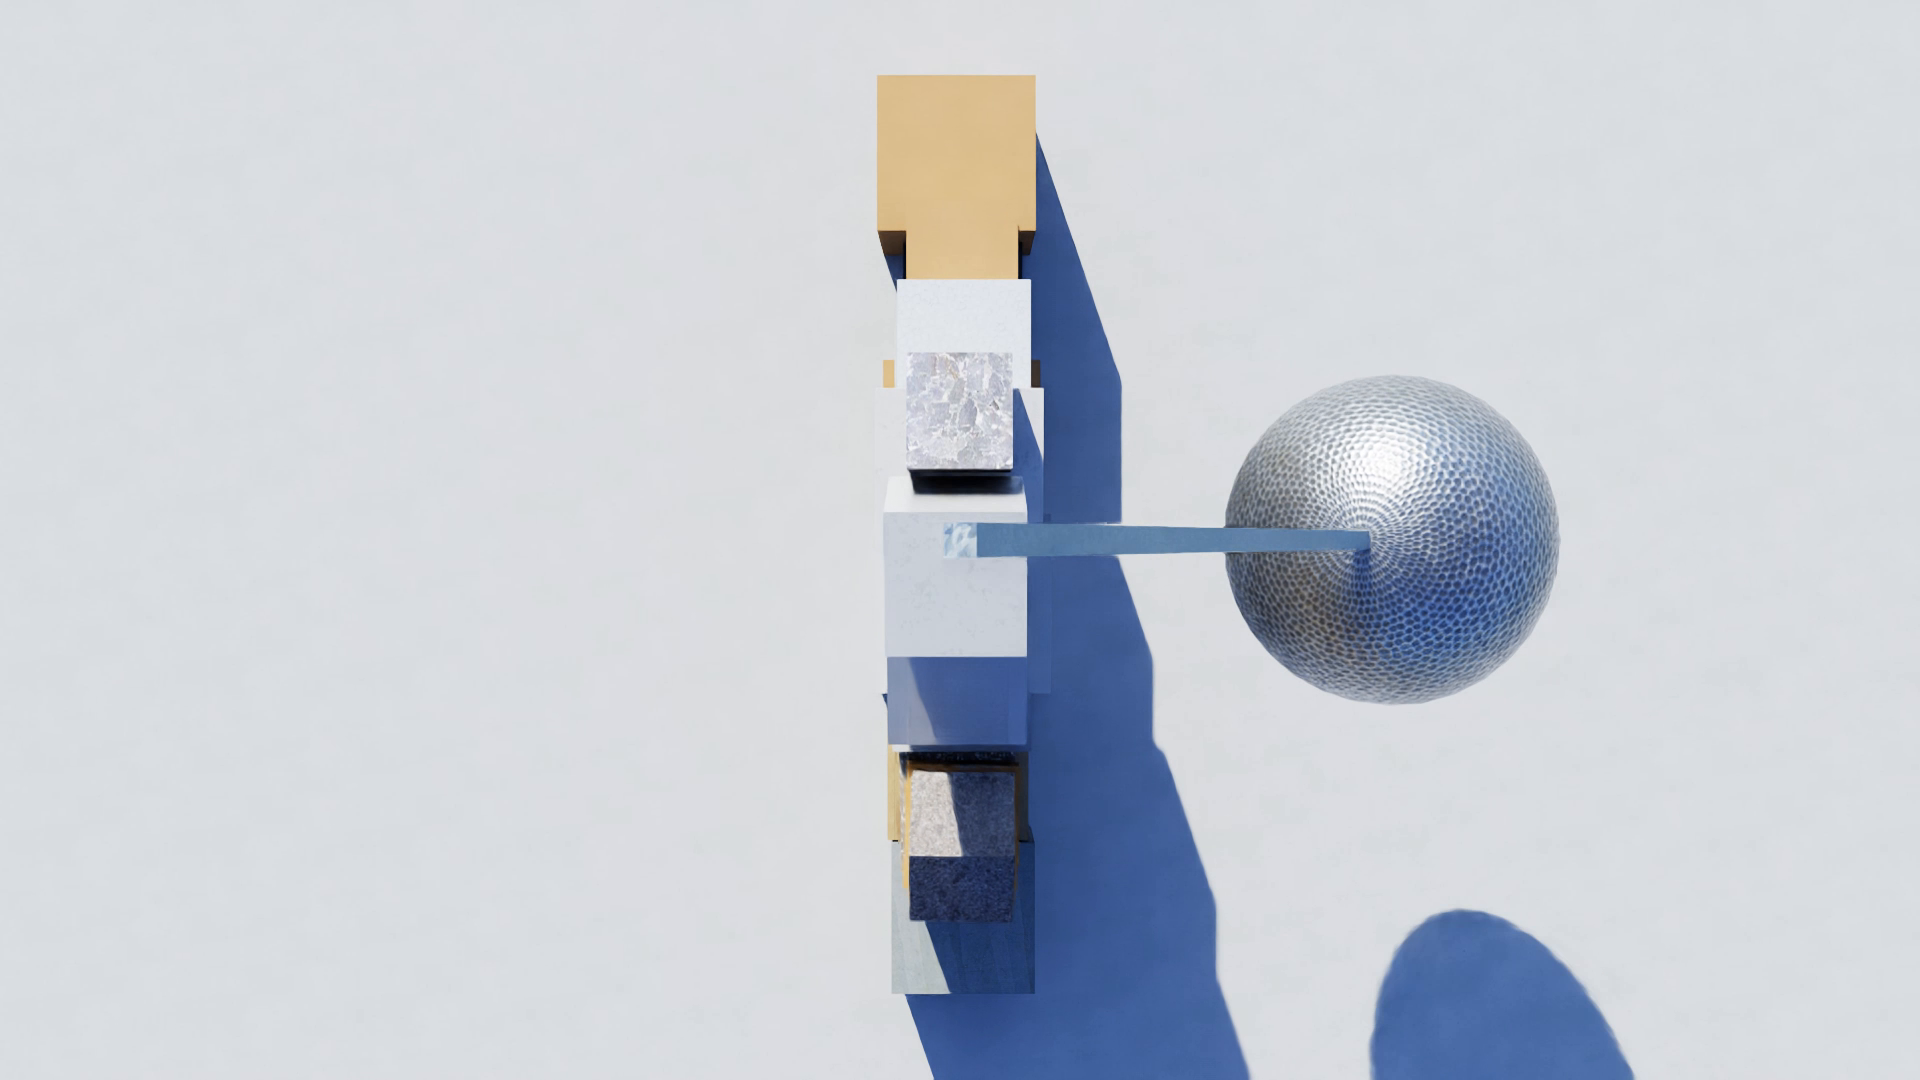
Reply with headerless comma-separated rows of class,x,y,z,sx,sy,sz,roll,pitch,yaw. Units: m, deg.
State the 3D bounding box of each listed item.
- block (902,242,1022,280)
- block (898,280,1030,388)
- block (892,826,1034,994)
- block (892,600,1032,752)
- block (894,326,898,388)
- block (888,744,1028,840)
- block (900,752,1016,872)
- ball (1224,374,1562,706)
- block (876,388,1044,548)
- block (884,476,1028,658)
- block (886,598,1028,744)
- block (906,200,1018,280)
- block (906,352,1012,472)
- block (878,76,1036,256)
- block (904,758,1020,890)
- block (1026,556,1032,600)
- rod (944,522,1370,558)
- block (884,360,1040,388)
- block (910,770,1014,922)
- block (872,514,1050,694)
block,0.014,-1.338,12.672,0.669,0.655,0.672,0,90,0
block,0.020,-1.001,11.055,0.653,0.614,0.543,0,90,0
block,0.018,2.107,12.623,0.799,0.753,0.841,0,90,0
block,0.011,0.708,11.784,0.723,0.660,0.788,0,90,0
block,0.015,-0.781,11.735,0.703,0.746,0.649,0,90,0
block,-0.011,1.266,12.646,0.788,0.708,0.822,0,90,0
block,-0.009,1.453,11.985,0.620,0.543,0.653,-1,88,0
ball,2.074,0.000,10.621,1.600,1.600,1.600,0,90,0
block,-0.003,-0.341,10.842,0.798,0.840,0.755,0,90,0
block,-0.019,0.109,10.043,0.628,0.771,0.658,0,103,0
block,-0.014,0.546,11.003,0.681,0.669,0.714,0,114,0
block,0.011,-1.436,11.670,0.577,0.579,0.650,0,91,0
block,-0.002,-0.581,10.142,0.477,0.561,0.523,0,90,0
block,-0.019,-2.105,12.478,0.863,1.045,0.844,0,90,0
block,0.010,1.475,11.461,0.582,0.503,0.625,1,88,0
block,0.006,-0.071,11.685,0.734,0.846,0.753,0,90,0
rod,0.899,0.000,7.430,0.080,5.200,0.080,0,90,20
block,0.009,-0.573,12.554,0.865,0.892,0.837,0,90,0
block,0.010,1.511,10.841,0.505,0.545,0.490,1,131,0
block,0.008,0.350,12.557,0.986,0.886,0.989,0,90,0
